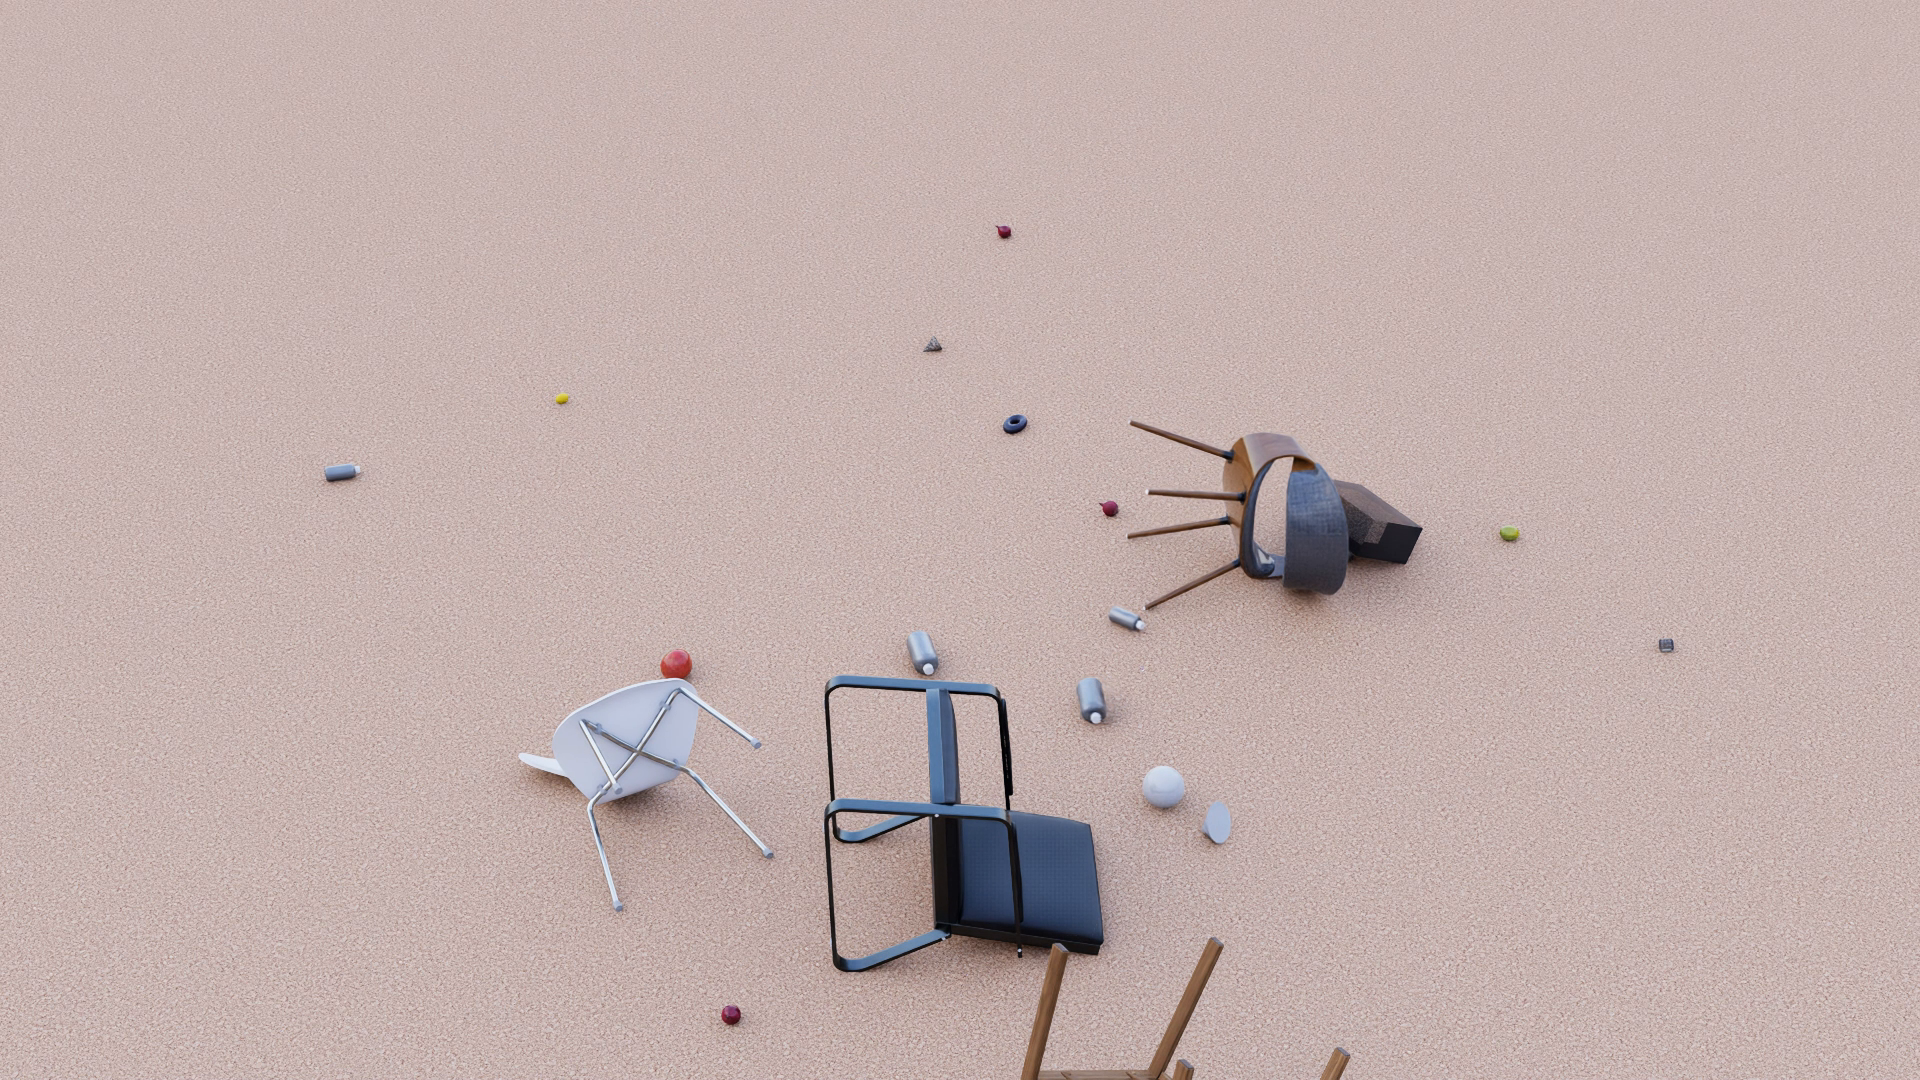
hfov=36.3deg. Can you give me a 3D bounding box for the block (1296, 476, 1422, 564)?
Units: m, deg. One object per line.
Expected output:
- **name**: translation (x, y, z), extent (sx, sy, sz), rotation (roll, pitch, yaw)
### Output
- **block**: translation (1.472, -0.075, 10.823), extent (0.275, 0.150, 0.357), rotation (8, 22, -41)

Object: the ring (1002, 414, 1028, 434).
- **ring**: translation (0.218, -0.460, 11.611), extent (0.087, 0.034, 0.128), rotation (16, 37, 25)

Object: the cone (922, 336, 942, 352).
- **cone**: translation (-0.123, -0.798, 12.127), extent (0.076, 0.067, 0.070), rotation (-32, 69, -3)

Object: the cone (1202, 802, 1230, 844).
- **cone**: translation (0.810, 0.926, 9.498), extent (0.074, 0.114, 0.168), rotation (-26, 23, 35)

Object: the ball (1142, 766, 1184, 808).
- **ball**: translation (0.666, 0.808, 9.592), extent (0.139, 0.139, 0.139), rotation (0, 33, 0)

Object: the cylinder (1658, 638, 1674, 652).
- **cylinder**: translation (2.492, 0.370, 10.344), extent (0.040, 0.043, 0.044), rotation (-4, 50, -6)
